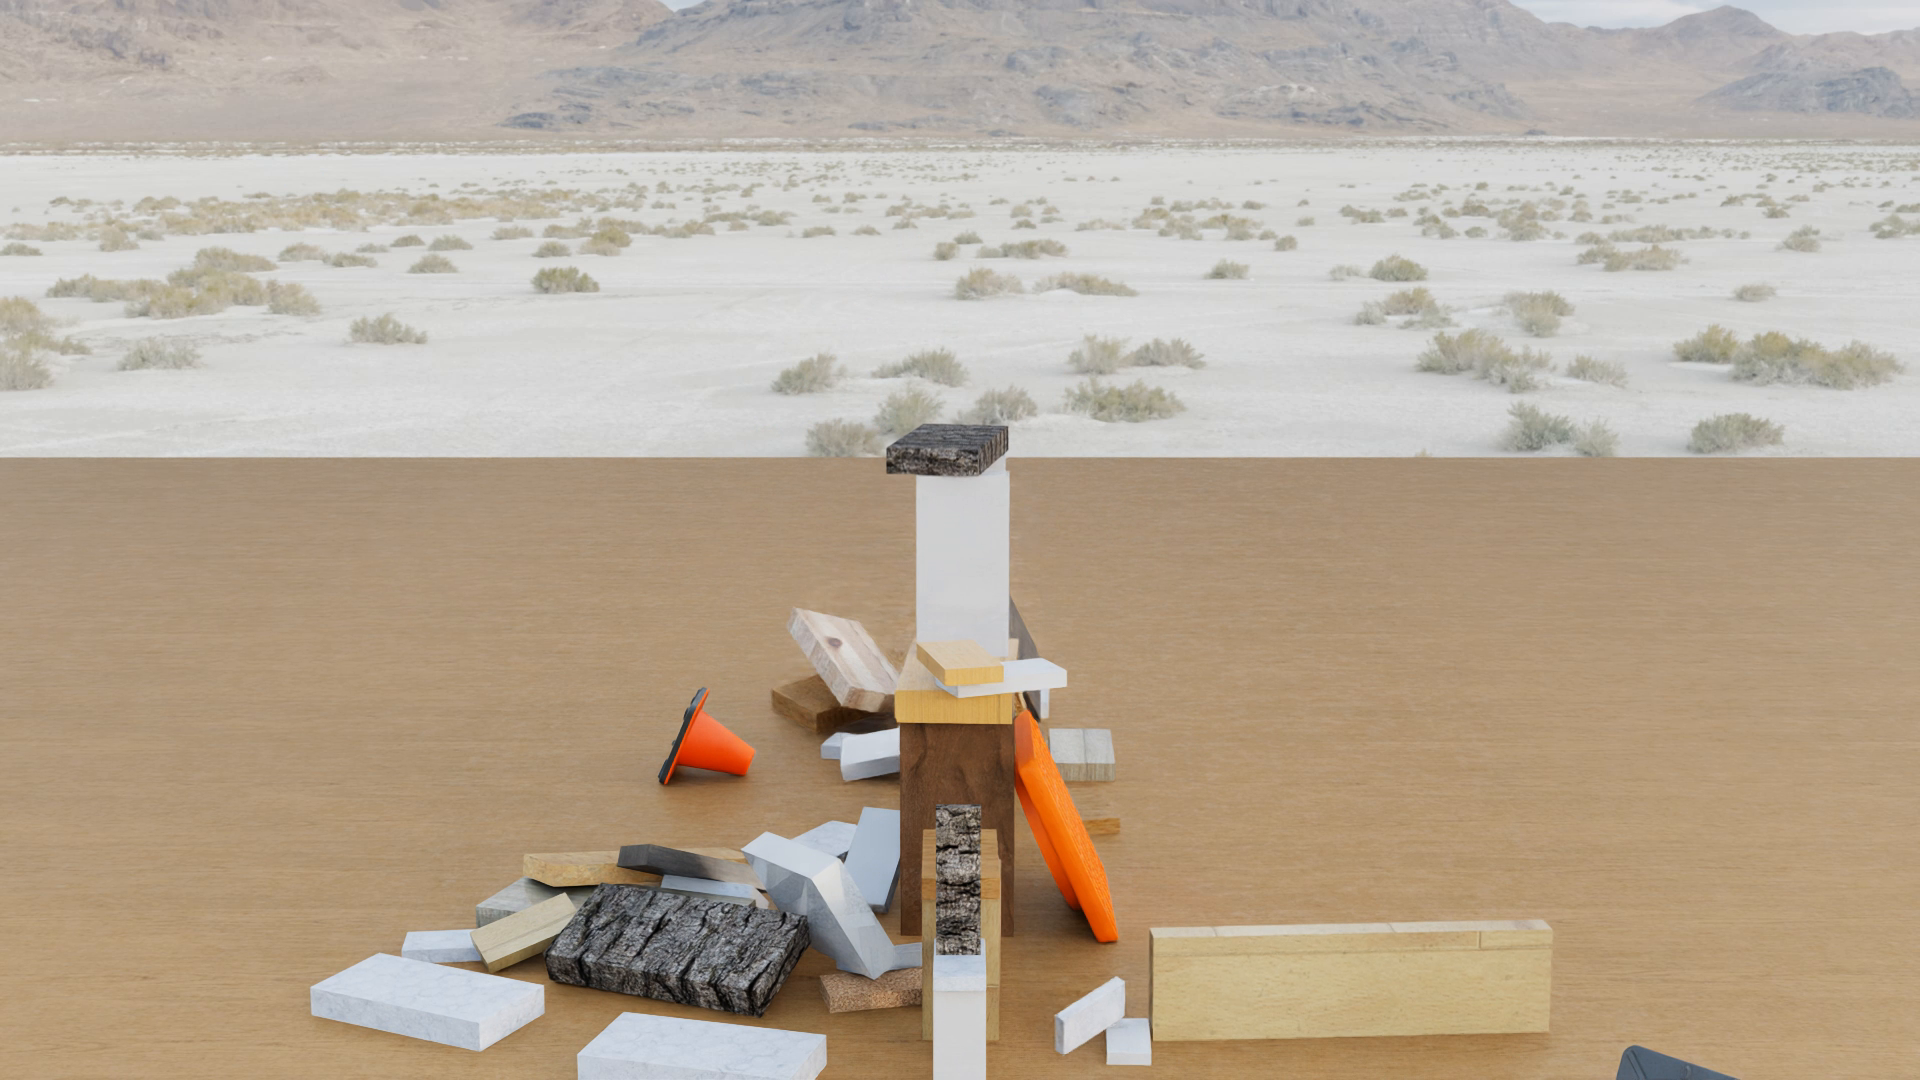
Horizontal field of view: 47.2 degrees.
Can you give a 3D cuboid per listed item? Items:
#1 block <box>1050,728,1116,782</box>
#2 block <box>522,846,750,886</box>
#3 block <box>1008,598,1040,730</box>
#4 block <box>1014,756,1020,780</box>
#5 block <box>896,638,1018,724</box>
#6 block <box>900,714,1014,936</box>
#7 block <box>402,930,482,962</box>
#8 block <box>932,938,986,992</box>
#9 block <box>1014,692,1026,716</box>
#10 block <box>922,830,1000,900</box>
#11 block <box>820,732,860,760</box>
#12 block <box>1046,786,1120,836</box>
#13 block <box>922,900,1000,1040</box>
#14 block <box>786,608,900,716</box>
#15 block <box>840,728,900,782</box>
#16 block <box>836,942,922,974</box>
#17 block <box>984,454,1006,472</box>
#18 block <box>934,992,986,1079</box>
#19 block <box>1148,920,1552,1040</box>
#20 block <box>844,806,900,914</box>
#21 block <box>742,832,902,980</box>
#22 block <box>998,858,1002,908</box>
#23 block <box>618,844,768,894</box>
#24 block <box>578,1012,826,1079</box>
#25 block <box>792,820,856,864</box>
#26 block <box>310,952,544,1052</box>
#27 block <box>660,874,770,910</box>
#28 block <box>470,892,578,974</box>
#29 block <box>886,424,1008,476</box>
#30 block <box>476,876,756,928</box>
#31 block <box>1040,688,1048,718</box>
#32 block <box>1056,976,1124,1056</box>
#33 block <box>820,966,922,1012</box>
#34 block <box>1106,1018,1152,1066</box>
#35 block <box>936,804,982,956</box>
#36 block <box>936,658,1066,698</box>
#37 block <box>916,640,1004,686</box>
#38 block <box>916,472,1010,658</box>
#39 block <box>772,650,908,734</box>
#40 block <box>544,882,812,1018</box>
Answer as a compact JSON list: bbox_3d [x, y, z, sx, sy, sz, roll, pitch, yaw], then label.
[{"bbox_3d":[0.244,0.431,4.427,0.126,0.036,0.252,0,11,2],"label":"block"},{"bbox_3d":[-0.528,0.541,3.650,0.371,0.034,0.118,3,0,-35],"label":"block"},{"bbox_3d":[0.116,0.254,4.729,0.048,0.169,0.539,-25,9,6],"label":"block"},{"bbox_3d":[0.040,0.405,4.393,0.099,0.028,0.289,-5,22,-10],"label":"block"},{"bbox_3d":[0.000,0.224,3.545,0.179,0.051,0.357,1,10,3],"label":"block"},{"bbox_3d":[-0.004,0.446,3.466,0.179,0.357,0.051,0,11,2],"label":"block"},{"bbox_3d":[-0.779,0.628,3.404,0.158,0.022,0.079,-1,11,-7],"label":"block"},{"bbox_3d":[-0.001,0.570,2.956,0.070,0.020,0.139,0,11,0],"label":"block"},{"bbox_3d":[0.039,0.248,4.286,0.113,0.226,0.032,-16,21,14],"label":"block"},{"bbox_3d":[0.000,0.459,3.120,0.107,0.030,0.214,0,11,0],"label":"block"},{"bbox_3d":[-0.174,0.425,4.481,0.197,0.028,0.099,3,11,15],"label":"block"},{"bbox_3d":[0.226,0.501,4.071,0.099,0.028,0.197,-2,11,-8],"label":"block"},{"bbox_3d":[0.001,0.592,3.072,0.107,0.214,0.030,0,11,0],"label":"block"},{"bbox_3d":[-0.235,0.262,4.717,0.169,0.048,0.338,14,20,-33],"label":"block"},{"bbox_3d":[-0.074,0.404,4.340,0.319,0.036,0.126,-11,20,4],"label":"block"},{"bbox_3d":[-0.092,0.629,3.315,0.169,0.024,0.085,-2,-4,-28],"label":"block"},{"bbox_3d":[0.003,0.059,3.792,0.150,0.417,0.042,0,10,2],"label":"block"},{"bbox_3d":[-0.001,0.657,2.925,0.070,0.140,0.020,0,11,0],"label":"block"},{"bbox_3d":[0.549,0.619,3.097,0.563,0.149,0.042,-1,8,-3],"label":"block"},{"bbox_3d":[-0.139,0.528,3.635,0.091,0.026,0.182,4,50,19],"label":"block"},{"bbox_3d":[-0.212,0.540,3.280,0.050,0.176,0.352,-34,12,-19],"label":"block"},{"bbox_3d":[0.005,0.570,3.190,0.107,0.214,0.030,-5,12,-26],"label":"block"},{"bbox_3d":[-0.422,0.534,3.568,0.237,0.034,0.118,17,-17,-28],"label":"block"},{"bbox_3d":[-0.346,0.700,2.963,0.299,0.042,0.149,3,11,15],"label":"block"},{"bbox_3d":[-0.240,0.544,3.824,0.118,0.034,0.237,6,12,30],"label":"block"},{"bbox_3d":[-0.766,0.662,3.164,0.299,0.042,0.149,5,12,25],"label":"block"},{"bbox_3d":[-0.397,0.575,3.564,0.157,0.022,0.079,4,-28,19],"label":"block"},{"bbox_3d":[-0.662,0.602,3.371,0.158,0.022,0.079,-21,38,-23],"label":"block"},{"bbox_3d":[-0.017,-0.152,3.670,0.150,0.042,0.300,2,11,11],"label":"block"},{"bbox_3d":[-0.544,0.599,3.486,0.403,0.050,0.176,4,11,19],"label":"block"},{"bbox_3d":[0.069,0.356,4.829,0.252,0.036,0.126,0,11,3],"label":"block"},{"bbox_3d":[0.181,0.660,3.053,0.121,0.060,0.017,-24,35,-37],"label":"block"},{"bbox_3d":[-0.115,0.659,3.231,0.169,0.024,0.085,-3,11,-14],"label":"block"},{"bbox_3d":[0.233,0.696,3.053,0.060,0.017,0.121,1,11,3],"label":"block"},{"bbox_3d":[-0.002,0.456,2.952,0.060,0.206,0.017,0,11,0],"label":"block"},{"bbox_3d":[0.063,0.212,3.396,0.182,0.026,0.091,-4,11,-22],"label":"block"},{"bbox_3d":[-0.001,0.188,3.387,0.091,0.026,0.182,-3,11,-14],"label":"block"},{"bbox_3d":[0.005,0.039,3.581,0.150,0.300,0.042,0,10,2],"label":"block"},{"bbox_3d":[-0.222,0.328,4.792,0.337,0.048,0.169,-16,24,-35],"label":"block"},{"bbox_3d":[-0.420,0.608,3.278,0.352,0.050,0.176,5,30,21],"label":"block"}]
